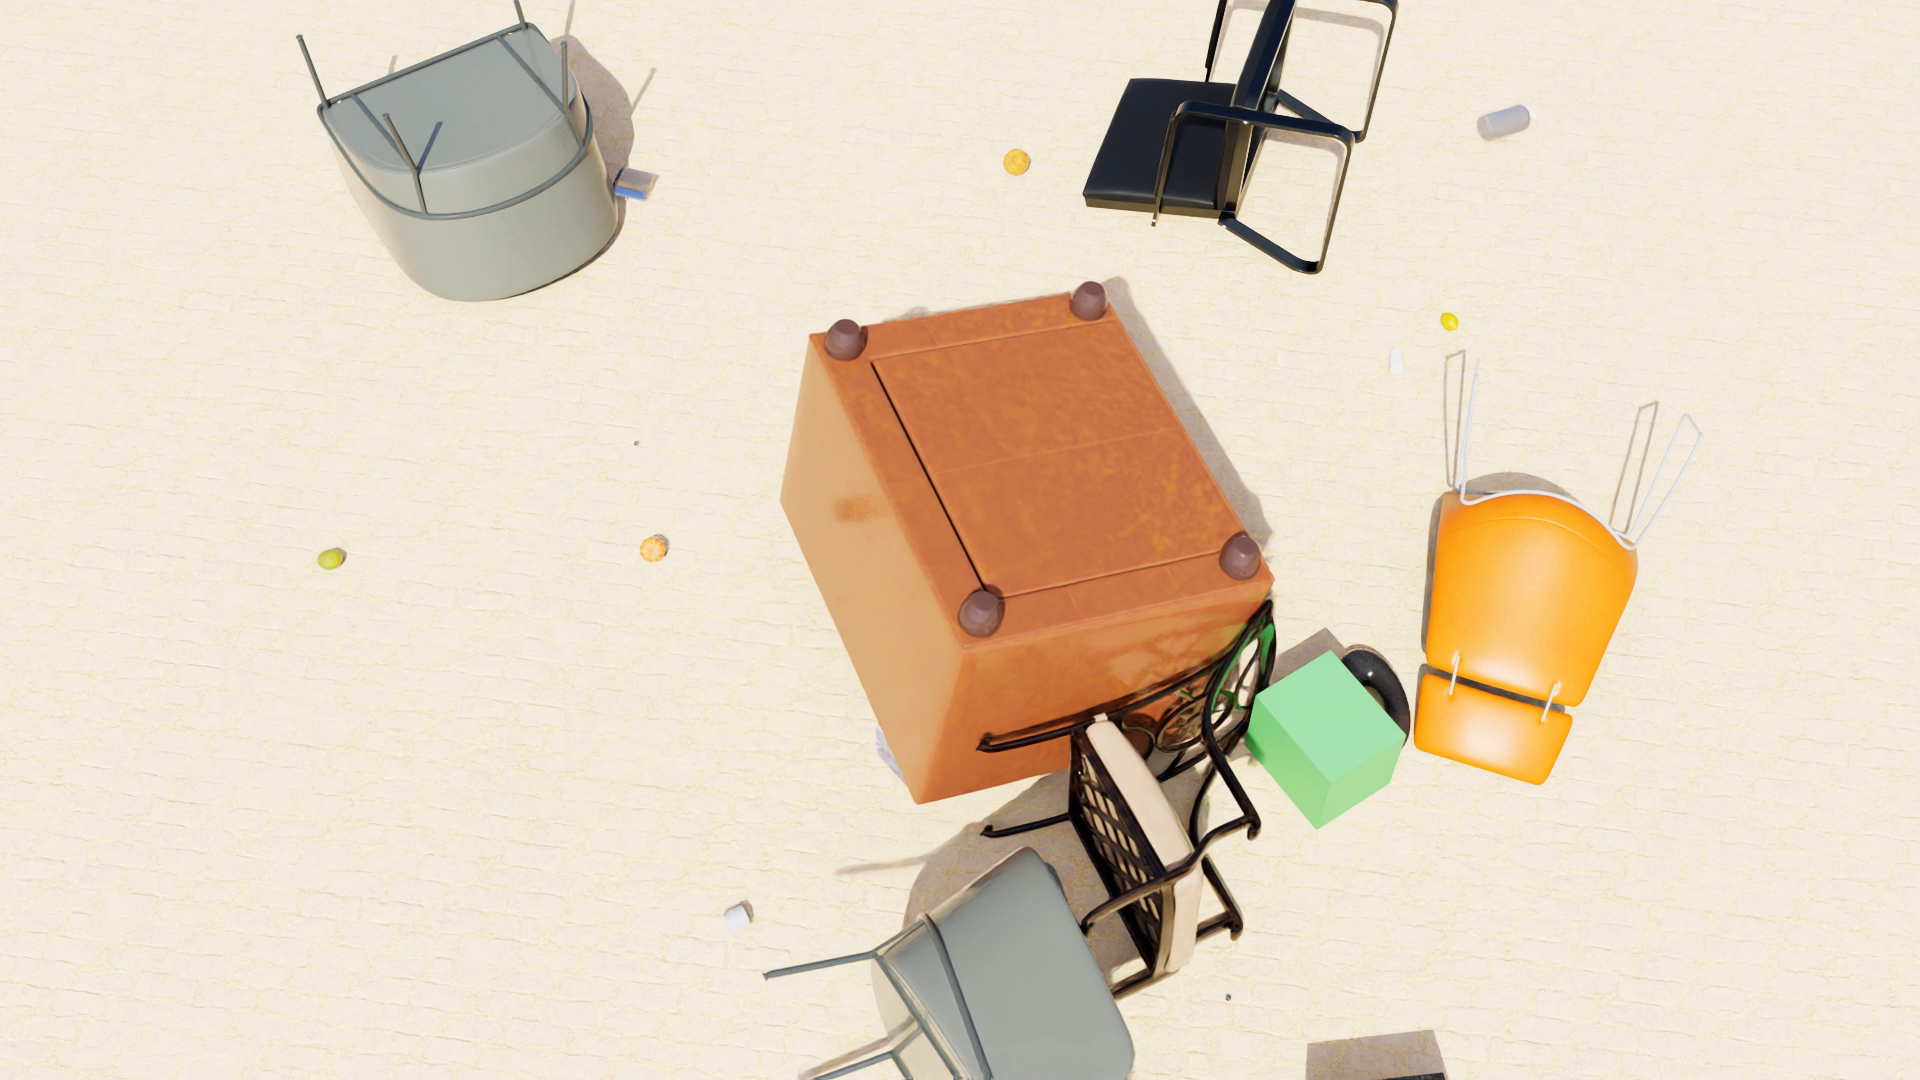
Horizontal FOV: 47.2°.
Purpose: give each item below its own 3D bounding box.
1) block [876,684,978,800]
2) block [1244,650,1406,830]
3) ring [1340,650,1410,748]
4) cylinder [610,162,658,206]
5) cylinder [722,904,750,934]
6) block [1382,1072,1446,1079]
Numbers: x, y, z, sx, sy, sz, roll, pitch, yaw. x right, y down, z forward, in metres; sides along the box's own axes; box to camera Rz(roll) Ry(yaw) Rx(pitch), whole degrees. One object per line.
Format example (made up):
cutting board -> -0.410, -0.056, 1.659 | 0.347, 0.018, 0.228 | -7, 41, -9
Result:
block -> -0.094, 0.562, 6.095 | 0.200, 0.162, 0.193 | -35, 64, -22
block -> 0.998, 0.549, 6.038 | 0.260, 0.278, 0.321 | -29, 61, -18
ring -> 1.166, 0.457, 6.219 | 0.196, 0.082, 0.345 | -10, 57, -6
cylinder -> -1.087, -1.189, 7.344 | 0.118, 0.046, 0.121 | 29, 69, -5
cylinder -> -0.597, 1.011, 5.864 | 0.056, 0.051, 0.062 | -23, 44, -16
block -> 1.047, 1.533, 5.367 | 0.334, 0.231, 0.353 | -5, 45, -4
